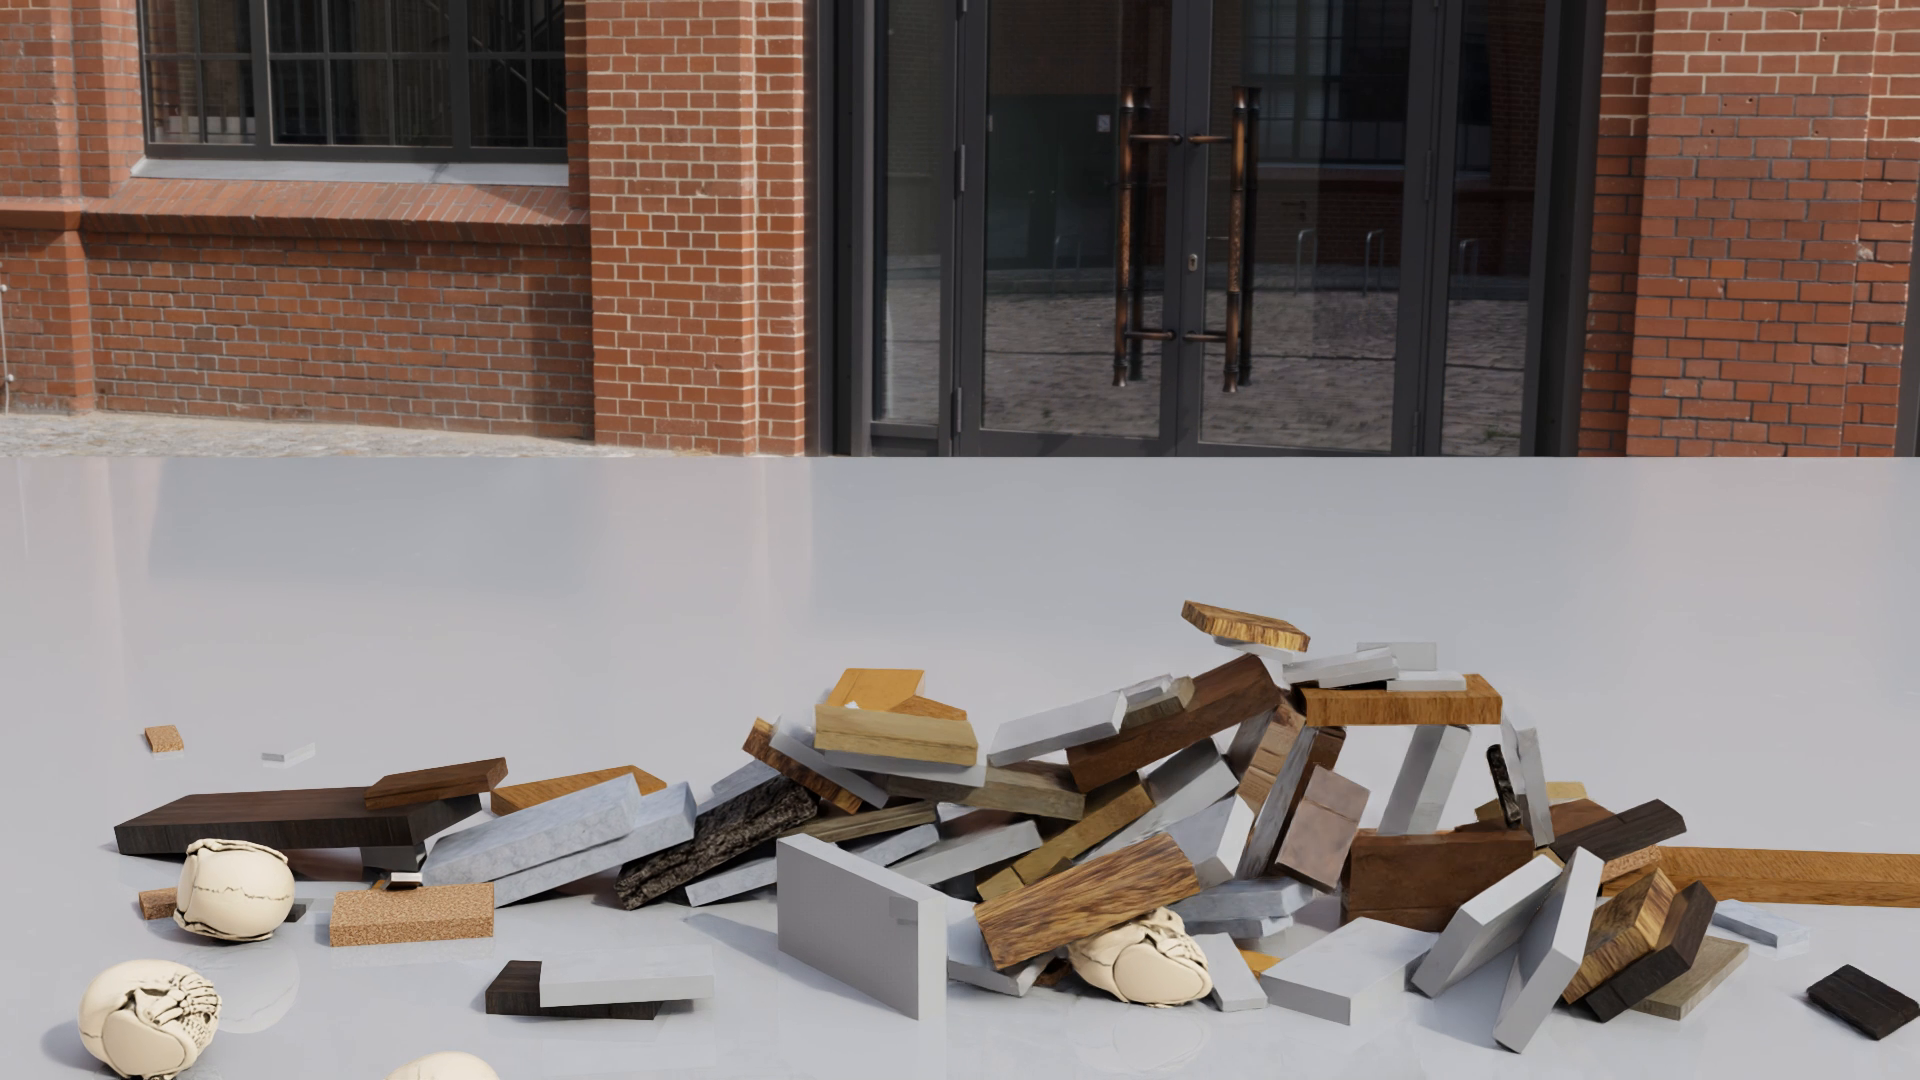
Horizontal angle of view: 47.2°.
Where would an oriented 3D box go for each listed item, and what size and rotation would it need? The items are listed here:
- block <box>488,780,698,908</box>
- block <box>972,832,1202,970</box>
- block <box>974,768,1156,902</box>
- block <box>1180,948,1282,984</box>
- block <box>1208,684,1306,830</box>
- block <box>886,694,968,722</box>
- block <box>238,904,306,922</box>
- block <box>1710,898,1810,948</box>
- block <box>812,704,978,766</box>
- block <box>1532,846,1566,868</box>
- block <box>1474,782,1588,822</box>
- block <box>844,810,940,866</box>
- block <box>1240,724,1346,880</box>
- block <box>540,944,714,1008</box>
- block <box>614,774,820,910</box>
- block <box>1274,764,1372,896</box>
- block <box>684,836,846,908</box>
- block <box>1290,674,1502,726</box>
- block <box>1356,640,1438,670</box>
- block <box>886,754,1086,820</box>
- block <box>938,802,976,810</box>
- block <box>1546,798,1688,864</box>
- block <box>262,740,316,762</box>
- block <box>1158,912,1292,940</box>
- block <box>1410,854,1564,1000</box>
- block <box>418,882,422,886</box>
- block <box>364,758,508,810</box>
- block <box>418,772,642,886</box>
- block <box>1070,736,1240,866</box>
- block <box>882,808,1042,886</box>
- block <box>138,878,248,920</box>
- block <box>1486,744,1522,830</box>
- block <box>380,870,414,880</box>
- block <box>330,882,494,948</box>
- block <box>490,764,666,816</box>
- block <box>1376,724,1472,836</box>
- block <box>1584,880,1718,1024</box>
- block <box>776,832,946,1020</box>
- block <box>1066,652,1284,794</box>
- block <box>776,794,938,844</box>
[{"bbox_3d":[-0.617,0.508,3.677,0.350,0.050,0.175,-19,11,-1],"label":"block"},{"bbox_3d":[0.183,0.529,3.238,0.316,0.045,0.158,-20,12,-4],"label":"block"},{"bbox_3d":[0.171,0.484,3.651,0.320,0.045,0.160,-33,9,5],"label":"block"},{"bbox_3d":[0.411,0.639,3.334,0.136,0.019,0.068,9,13,29],"label":"block"},{"bbox_3d":[0.459,0.420,3.642,0.050,0.355,0.178,24,9,-5],"label":"block"},{"bbox_3d":[-0.134,0.400,4.388,0.143,0.041,0.286,14,30,40],"label":"block"},{"bbox_3d":[-1.114,0.603,3.560,0.095,0.014,0.048,1,11,4],"label":"block"},{"bbox_3d":[1.265,0.610,3.503,0.075,0.021,0.150,-6,12,-30],"label":"block"},{"bbox_3d":[-0.107,0.312,3.531,0.258,0.037,0.129,7,10,-7],"label":"block"},{"bbox_3d":[0.887,0.559,3.629,0.207,0.029,0.103,-13,10,2],"label":"block"},{"bbox_3d":[1.018,0.470,3.913,0.117,0.033,0.234,-34,-24,30],"label":"block"},{"bbox_3d":[-0.158,0.517,3.652,0.258,0.037,0.129,-25,10,5],"label":"block"},{"bbox_3d":[0.549,0.437,3.641,0.044,0.314,0.157,19,10,-3],"label":"block"},{"bbox_3d":[-0.480,0.628,3.178,0.245,0.035,0.122,-2,11,-8],"label":"block"},{"bbox_3d":[-0.397,0.487,3.651,0.350,0.050,0.175,-28,9,6],"label":"block"},{"bbox_3d":[0.567,0.452,3.440,0.095,0.027,0.191,25,56,5],"label":"block"},{"bbox_3d":[-0.322,0.535,3.656,0.258,0.037,0.129,-17,10,3],"label":"block"},{"bbox_3d":[0.712,0.261,3.609,0.314,0.044,0.157,0,11,0],"label":"block"},{"bbox_3d":[0.722,0.199,3.641,0.130,0.065,0.018,0,11,4],"label":"block"},{"bbox_3d":[0.041,0.396,3.632,0.320,0.045,0.160,8,10,-2],"label":"block"},{"bbox_3d":[-0.075,0.495,4.106,0.193,0.027,0.096,-3,11,-16],"label":"block"},{"bbox_3d":[1.088,0.493,3.655,0.207,0.029,0.104,-21,10,-1],"label":"block"},{"bbox_3d":[-1.370,0.430,4.490,0.052,0.015,0.104,4,11,18],"label":"block"},{"bbox_3d":[0.411,0.597,3.415,0.186,0.026,0.093,-10,-3,36],"label":"block"},{"bbox_3d":[0.797,0.579,3.314,0.042,0.149,0.299,40,30,26],"label":"block"},{"bbox_3d":[-0.922,0.583,3.665,0.104,0.015,0.052,-1,11,-5],"label":"block"},{"bbox_3d":[-0.875,0.407,3.677,0.212,0.030,0.106,-9,9,6],"label":"block"},{"bbox_3d":[-0.710,0.491,3.656,0.350,0.050,0.175,-19,11,1],"label":"block"},{"bbox_3d":[0.294,0.464,3.651,0.355,0.050,0.178,-37,9,6],"label":"block"},{"bbox_3d":[-0.024,0.515,3.653,0.320,0.045,0.160,-20,10,4],"label":"block"},{"bbox_3d":[-1.259,0.589,3.612,0.159,0.023,0.080,-5,12,-26],"label":"block"},{"bbox_3d":[0.901,0.410,3.646,0.018,0.130,0.065,-14,-22,5],"label":"block"},{"bbox_3d":[-0.926,0.569,3.740,0.104,0.015,0.052,-8,13,-37],"label":"block"},{"bbox_3d":[-0.870,0.596,3.502,0.247,0.035,0.124,-2,17,-10],"label":"block"},{"bbox_3d":[-0.716,0.483,4.134,0.293,0.041,0.146,-7,13,-33],"label":"block"},{"bbox_3d":[0.755,0.436,3.640,0.044,0.314,0.157,18,10,-3],"label":"block"},{"bbox_3d":[1.020,0.602,3.236,0.151,0.043,0.302,-42,-10,26],"label":"block"},{"bbox_3d":[-0.151,0.571,3.281,0.051,0.179,0.357,-8,13,-38],"label":"block"},{"bbox_3d":[0.346,0.298,3.622,0.355,0.050,0.178,-25,10,4],"label":"block"},{"bbox_3d":[-0.168,0.453,3.639,0.258,0.037,0.129,-12,10,4],"label":"block"}]
